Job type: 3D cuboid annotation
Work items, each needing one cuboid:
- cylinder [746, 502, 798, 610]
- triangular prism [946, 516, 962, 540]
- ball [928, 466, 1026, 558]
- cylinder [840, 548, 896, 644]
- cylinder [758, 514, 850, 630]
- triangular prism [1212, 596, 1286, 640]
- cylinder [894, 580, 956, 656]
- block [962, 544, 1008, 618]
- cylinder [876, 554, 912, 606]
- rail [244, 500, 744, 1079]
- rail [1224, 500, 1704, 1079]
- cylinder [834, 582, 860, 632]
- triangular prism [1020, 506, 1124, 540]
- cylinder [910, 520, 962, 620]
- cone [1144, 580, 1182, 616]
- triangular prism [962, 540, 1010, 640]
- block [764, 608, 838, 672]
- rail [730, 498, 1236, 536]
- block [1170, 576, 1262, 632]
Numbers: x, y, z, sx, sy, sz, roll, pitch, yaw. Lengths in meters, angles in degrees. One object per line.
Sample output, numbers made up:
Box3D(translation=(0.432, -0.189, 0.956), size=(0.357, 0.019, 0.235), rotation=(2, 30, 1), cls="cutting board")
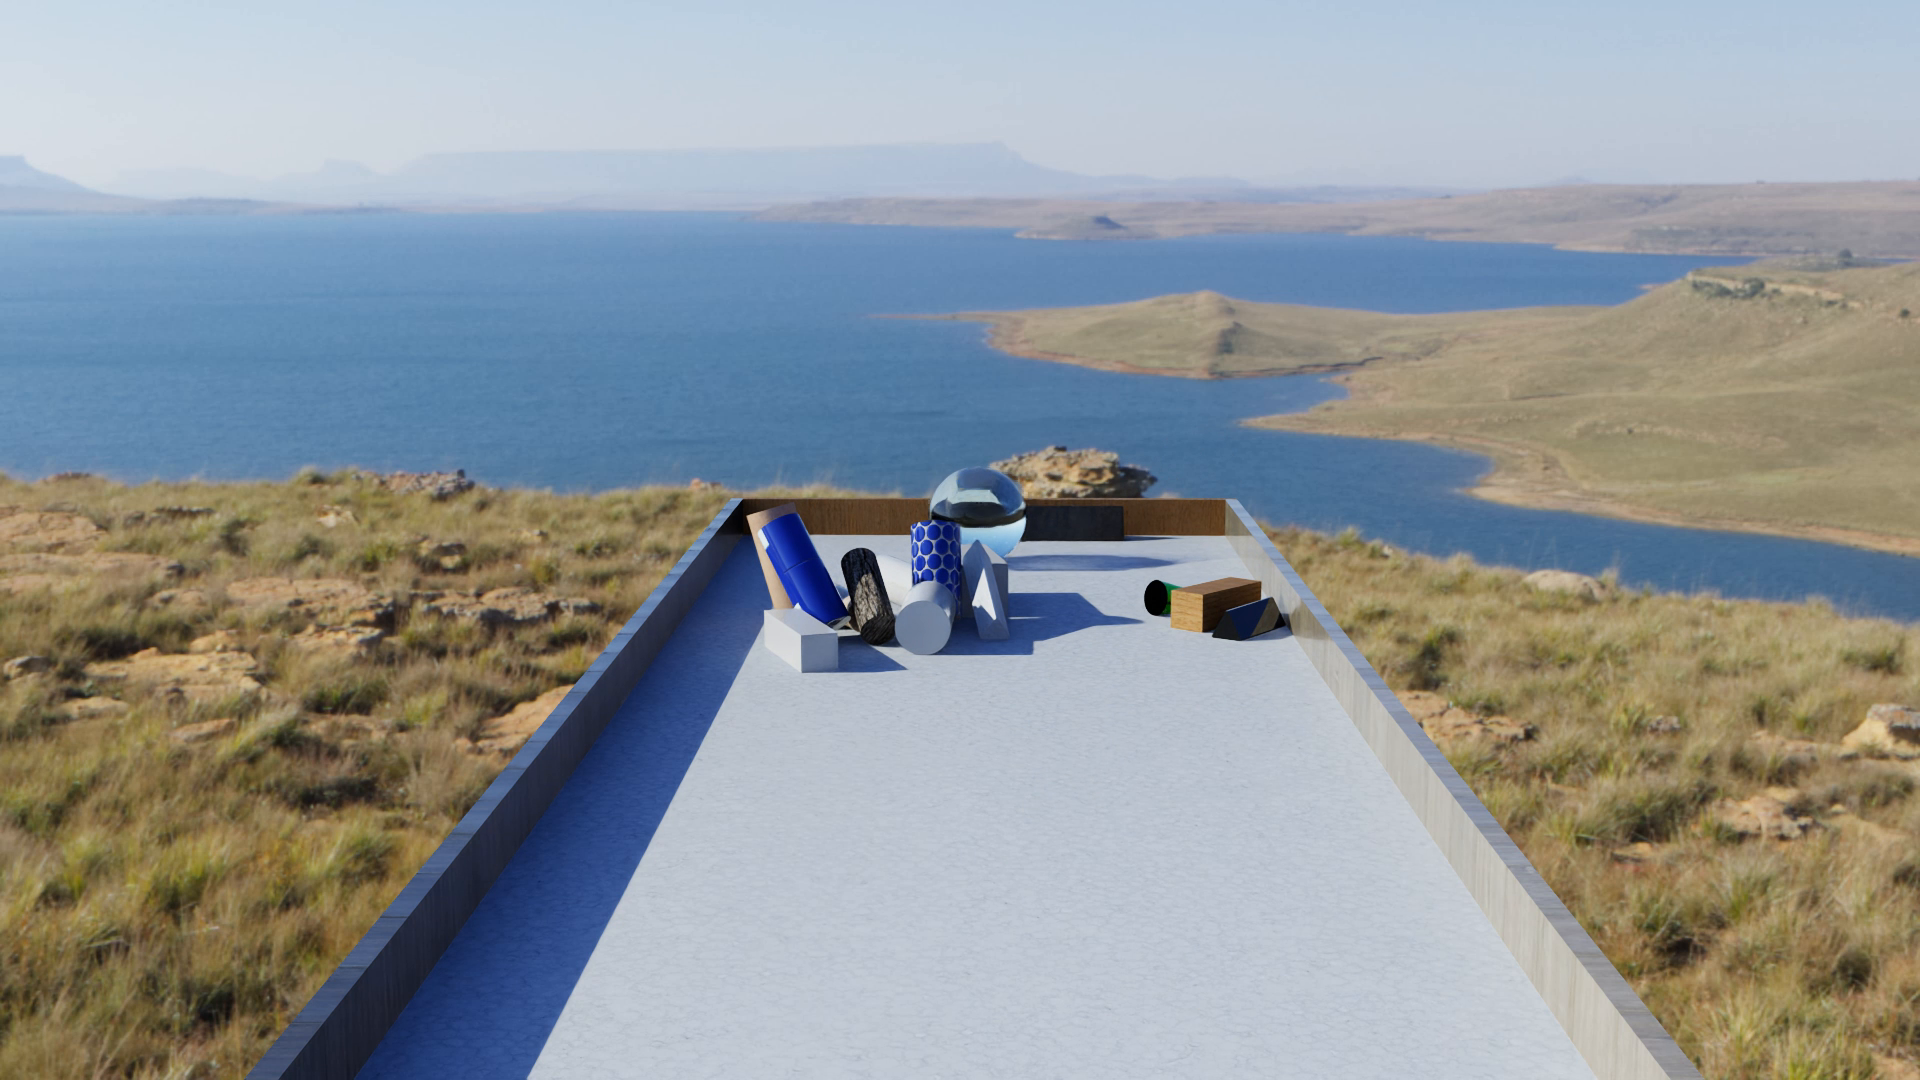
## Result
Box3D(translation=(-0.569, 0.077, 7.224), size=(0.163, 0.375, 0.163), rotation=(-17, 2, 1), cls="cylinder")
Box3D(translation=(-0.067, -0.013, 8.728), size=(0.126, 0.109, 0.442), rotation=(1, 9, 4), cls="triangular prism")
Box3D(translation=(0.066, -0.094, 8.401), size=(0.375, 0.375, 0.375), rotation=(0, 9, 0), cls="ball")
Box3D(translation=(-0.292, 0.177, 7.021), size=(0.118, 0.118, 0.347), rotation=(-2, 38, -14), cls="cylinder")
Box3D(translation=(-0.498, 0.115, 7.024), size=(0.149, 0.379, 0.149), rotation=(-26, -14, -7), cls="cylinder")
Box3D(translation=(0.938, 0.250, 7.123), size=(0.105, 0.091, 0.305), rotation=(6, 11, 35), cls="triangular prism")
Box3D(translation=(-0.106, 0.243, 6.927), size=(0.172, 0.172, 0.345), rotation=(0, 9, 3), cls="cylinder")
Box3D(translation=(0.037, 0.137, 7.580), size=(0.178, 0.178, 0.437), rotation=(-2, 9, -10), cls="block")
Box3D(translation=(-0.178, 0.156, 7.554), size=(0.147, 0.147, 0.450), rotation=(-4, 10, -24), cls="cylinder")
Box3D(translation=(-1.004, 0.839, 3.234), size=(0.050, 0.150, 12.000), rotation=(0, 9, 1), cls="rail")
Box3D(translation=(1.046, 0.843, 3.208), size=(0.050, 0.150, 12.000), rotation=(0, 9, 1), cls="rail")
Box3D(translation=(-0.384, 0.217, 7.275), size=(0.114, 0.114, 0.360), rotation=(-4, 10, -24), cls="cylinder")
Box3D(translation=(0.458, -0.076, 9.041), size=(0.425, 0.132, 0.153), rotation=(0, 9, 1), cls="triangular prism")
Box3D(translation=(-0.077, 0.105, 7.236), size=(0.165, 0.308, 0.165), rotation=(-1, -13, 0), cls="cylinder")
Box3D(translation=(0.811, 0.207, 7.511), size=(0.376, 0.121, 0.121), rotation=(5, 5, -36), cls="cone")
Box3D(translation=(0.085, 0.156, 7.168), size=(0.095, 0.082, 0.444), rotation=(-1, 34, -8), cls="triangular prism")
Box3D(translation=(-0.488, 0.304, 6.724), size=(0.114, 0.114, 0.415), rotation=(-3, 10, -20), cls="block")
Box3D(translation=(0.099, -0.098, 9.147), size=(2.100, 0.150, 0.050), rotation=(0, 9, 1), cls="rail")
Box3D(translation=(0.848, 0.212, 7.267), size=(0.126, 0.126, 0.336), rotation=(8, 12, 41), cls="block")
